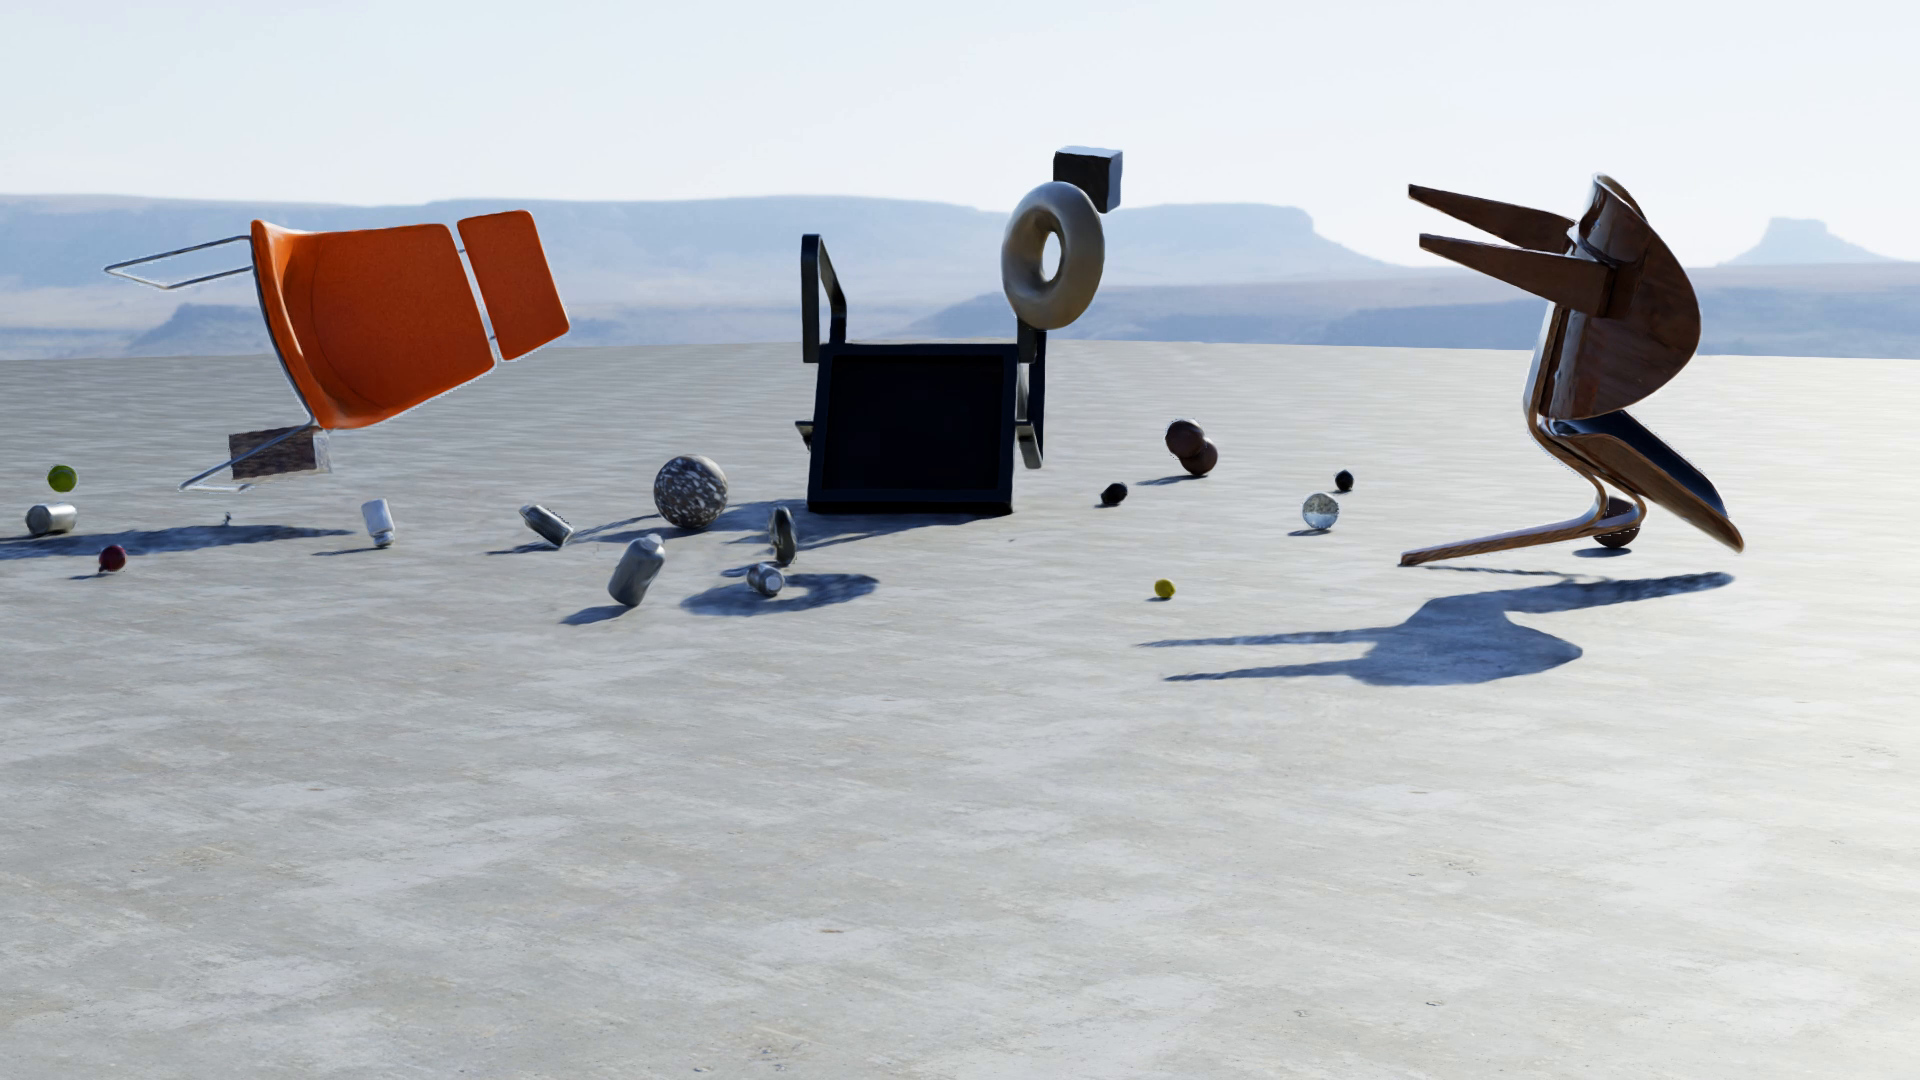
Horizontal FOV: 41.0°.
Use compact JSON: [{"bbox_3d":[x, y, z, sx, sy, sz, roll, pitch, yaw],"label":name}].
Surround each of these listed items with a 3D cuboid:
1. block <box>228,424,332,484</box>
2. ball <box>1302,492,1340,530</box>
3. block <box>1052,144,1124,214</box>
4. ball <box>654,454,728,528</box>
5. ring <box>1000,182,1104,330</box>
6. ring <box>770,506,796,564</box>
[{"bbox_3d":[-1.821,-0.230,6.878,0.224,0.119,0.150,-8,-3,2],"label":"block"},{"bbox_3d":[0.938,-0.075,6.666,0.098,0.098,0.098,0,6,0],"label":"ball"},{"bbox_3d":[0.399,-1.131,8.029,0.180,0.175,0.160,8,19,17],"label":"block"},{"bbox_3d":[-0.701,-0.127,6.686,0.196,0.196,0.196,0,6,0],"label":"ball"},{"bbox_3d":[0.229,-0.713,6.438,0.092,0.374,0.429,0,0,-30],"label":"ring"},{"bbox_3d":[-0.406,-0.011,5.880,0.044,0.132,0.184,-7,-9,-10],"label":"ring"}]
